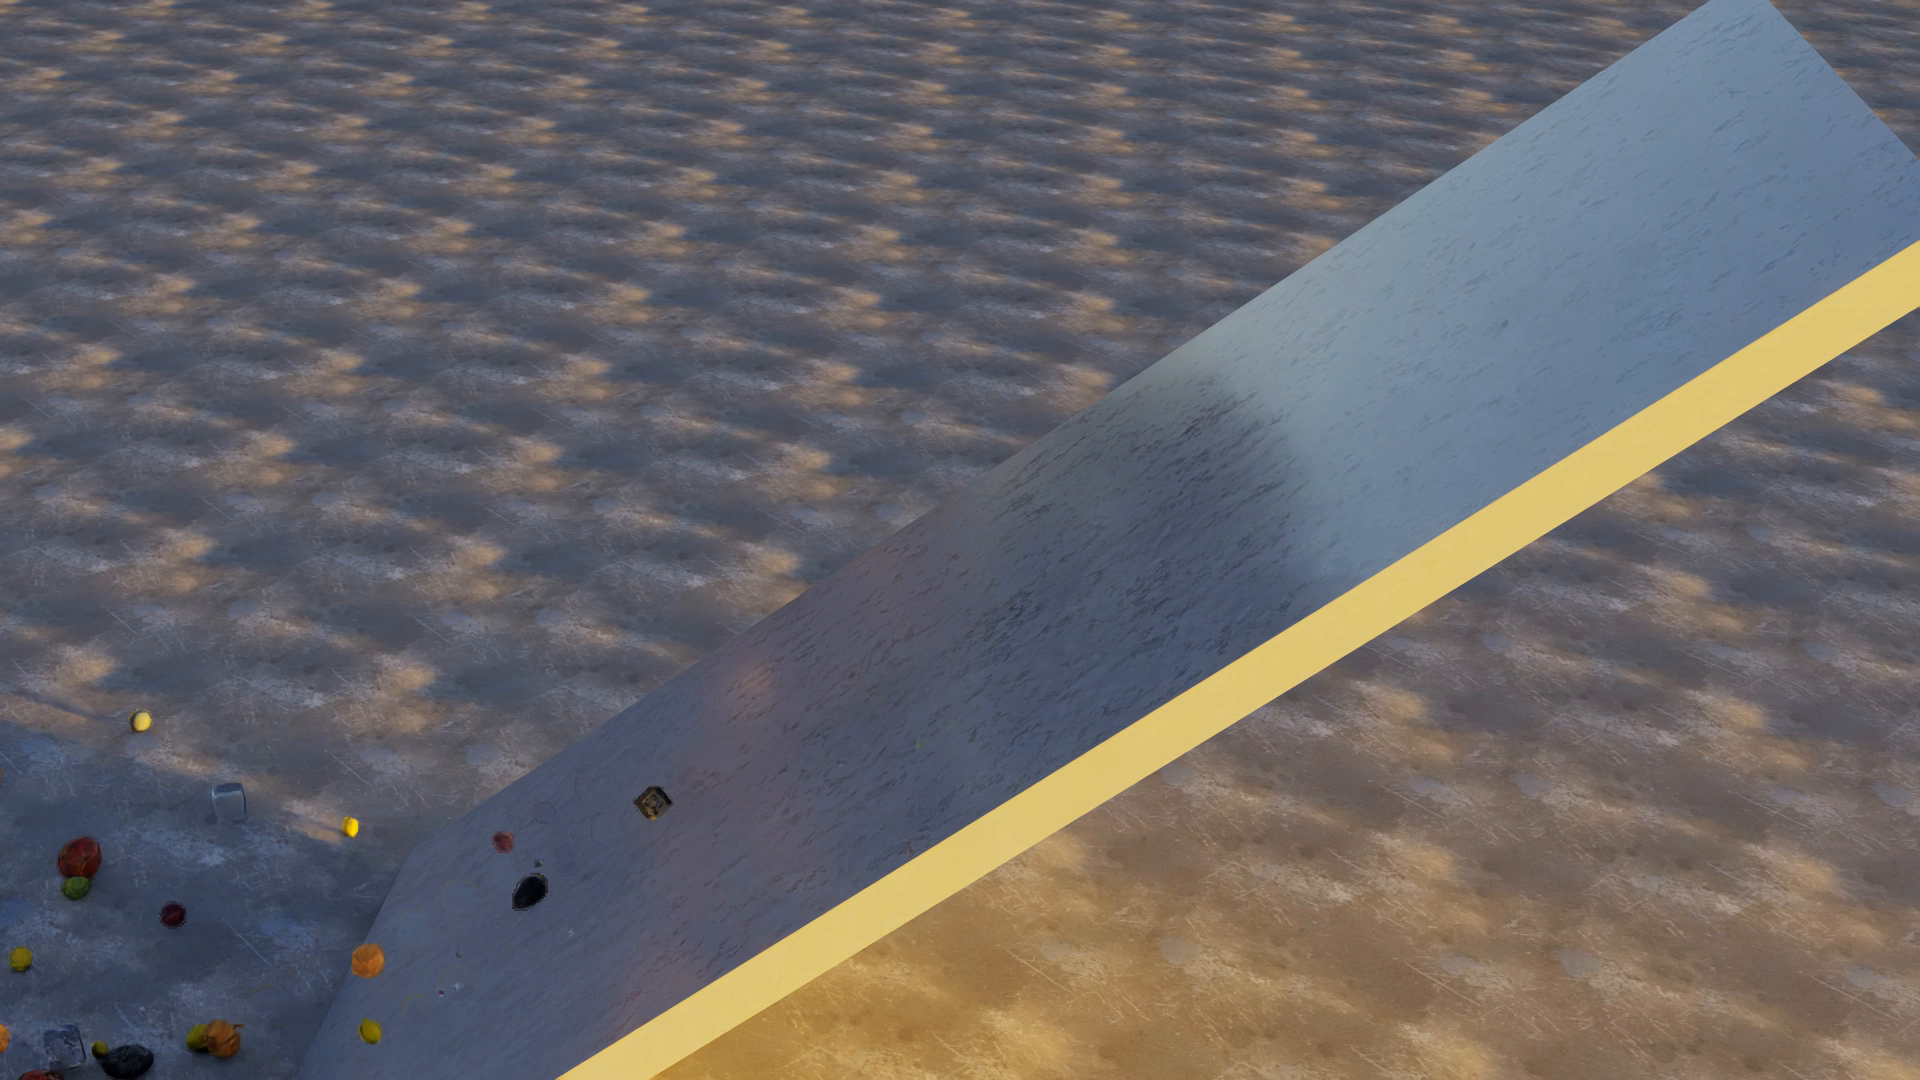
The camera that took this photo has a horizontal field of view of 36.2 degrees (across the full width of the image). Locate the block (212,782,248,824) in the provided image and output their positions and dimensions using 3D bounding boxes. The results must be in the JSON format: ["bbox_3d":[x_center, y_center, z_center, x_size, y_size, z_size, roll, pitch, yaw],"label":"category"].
[{"bbox_3d":[-2.013,0.724,8.100,0.079,0.079,0.079,-8,23,-19],"label":"block"}]

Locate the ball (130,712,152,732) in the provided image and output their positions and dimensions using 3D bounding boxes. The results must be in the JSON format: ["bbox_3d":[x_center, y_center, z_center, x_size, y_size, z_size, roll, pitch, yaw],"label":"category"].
[{"bbox_3d":[-2.399,0.530,8.611,0.059,0.059,0.059,0,22,0],"label":"ball"}]

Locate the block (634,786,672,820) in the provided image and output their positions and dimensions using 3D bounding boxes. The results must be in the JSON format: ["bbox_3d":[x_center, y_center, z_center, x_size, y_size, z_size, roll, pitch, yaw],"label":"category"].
[{"bbox_3d":[-0.692,0.594,6.631,0.053,0.053,0.053,-45,17,-26],"label":"block"}]

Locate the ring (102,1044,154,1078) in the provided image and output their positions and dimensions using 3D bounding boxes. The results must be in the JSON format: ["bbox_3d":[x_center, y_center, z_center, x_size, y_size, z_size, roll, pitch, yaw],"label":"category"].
[{"bbox_3d":[-1.952,1.224,6.901,0.116,0.039,0.116,-1,22,0],"label":"ring"}]

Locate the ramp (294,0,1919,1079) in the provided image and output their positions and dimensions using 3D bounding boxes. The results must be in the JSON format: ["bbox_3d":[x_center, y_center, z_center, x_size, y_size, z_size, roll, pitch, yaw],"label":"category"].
[{"bbox_3d":[0.134,0.175,6.311,4.000,0.100,2.000,-33,16,15],"label":"ramp"}]

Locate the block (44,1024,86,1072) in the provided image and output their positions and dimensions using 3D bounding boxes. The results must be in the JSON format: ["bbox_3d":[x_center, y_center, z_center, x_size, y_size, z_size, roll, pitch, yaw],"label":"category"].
[{"bbox_3d":[-2.100,1.190,6.896,0.078,0.078,0.078,-14,11,-15],"label":"block"}]
